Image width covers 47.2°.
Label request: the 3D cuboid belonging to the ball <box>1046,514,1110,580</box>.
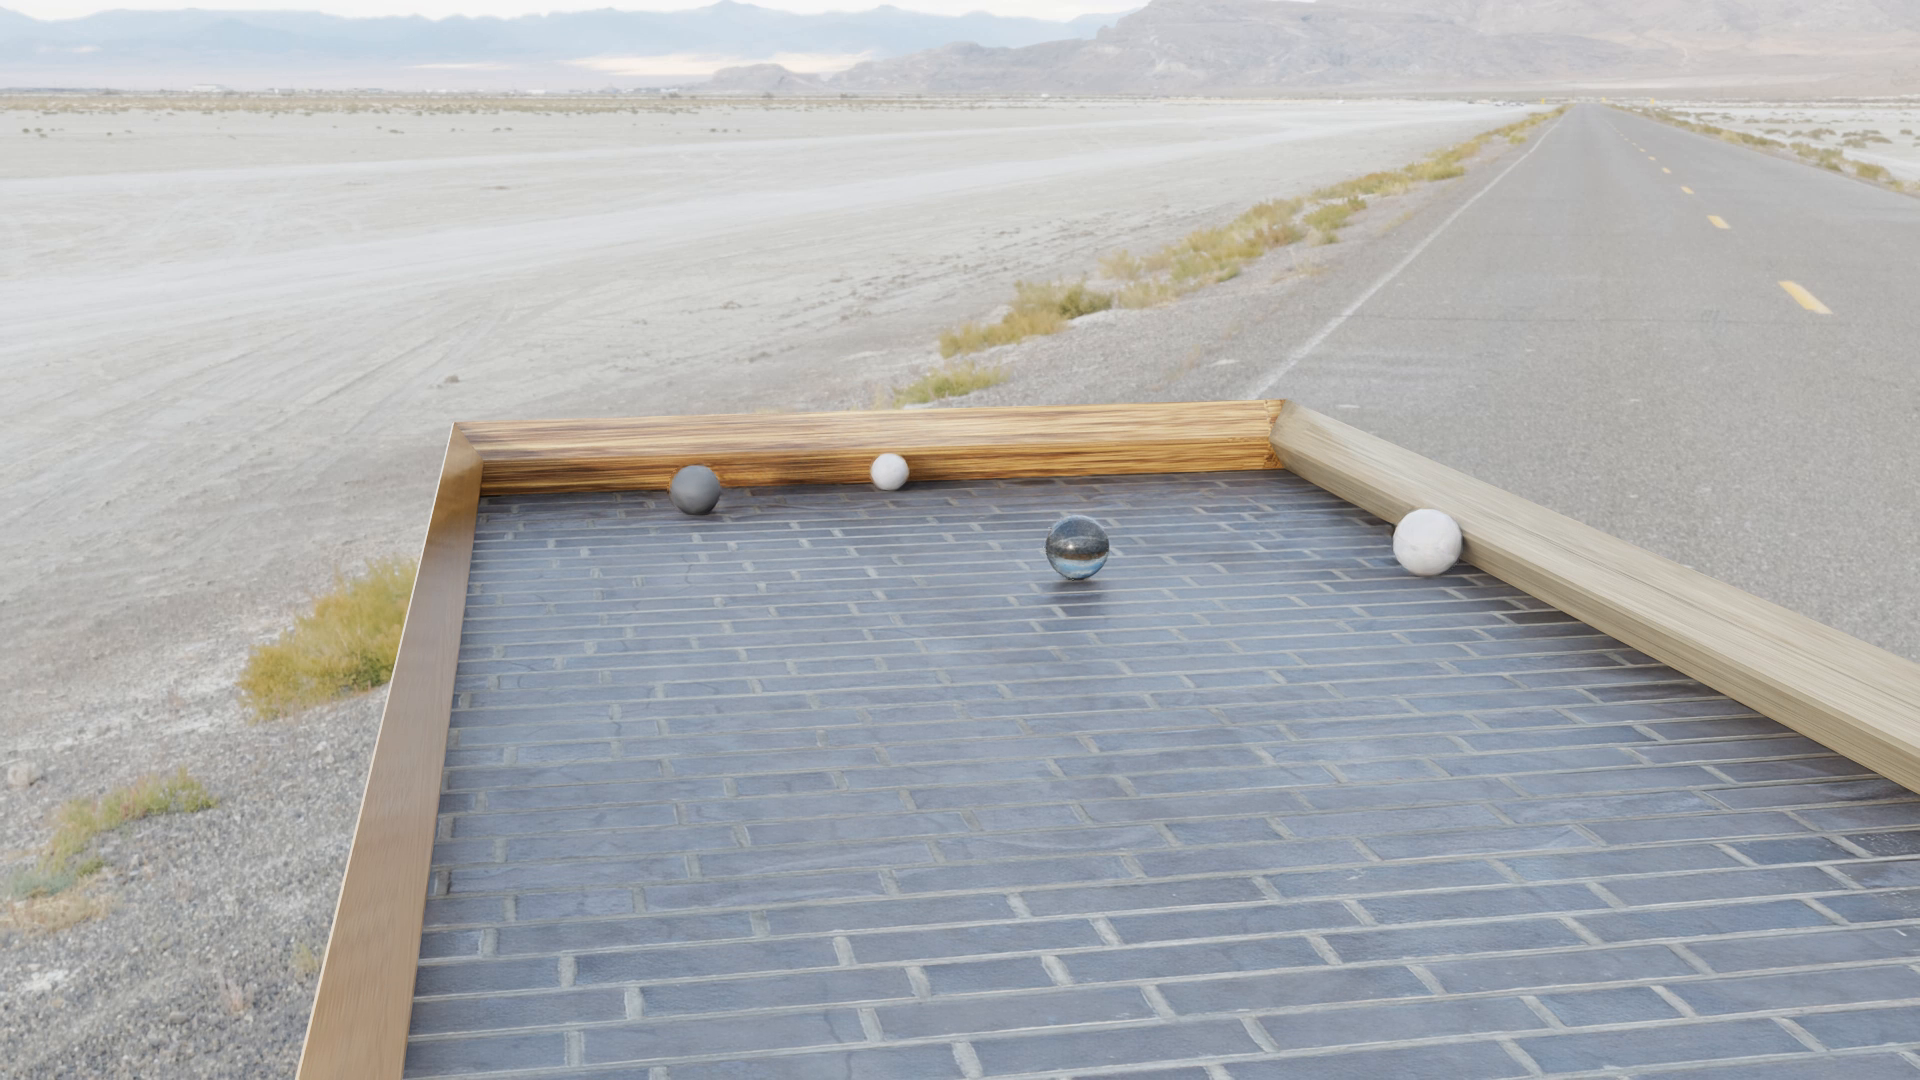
[{"bbox_3d":[0.152,0.009,2.854,0.083,0.083,0.083,0,12,0],"label":"ball"}]

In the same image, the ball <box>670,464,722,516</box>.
[{"bbox_3d":[-0.394,-0.075,3.278,0.075,0.075,0.075,0,12,0],"label":"ball"}]

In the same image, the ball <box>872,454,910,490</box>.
[{"bbox_3d":[-0.110,-0.108,3.475,0.060,0.060,0.060,0,12,0],"label":"ball"}]

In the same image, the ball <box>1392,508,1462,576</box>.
[{"bbox_3d":[0.610,0.003,2.868,0.089,0.089,0.089,0,12,0],"label":"ball"}]

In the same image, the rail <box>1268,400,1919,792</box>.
[{"bbox_3d":[0.764,0.084,2.412,0.045,0.115,2.608,-2,12,-11],"label":"rail"}]

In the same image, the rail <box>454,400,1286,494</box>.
[{"bbox_3d":[-0.117,-0.147,3.524,1.356,0.115,0.045,-2,12,-11],"label":"rail"}]

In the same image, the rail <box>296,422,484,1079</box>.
[{"bbox_3d":[-0.521,0.133,2.173,0.045,0.115,2.608,-2,12,-11],"label":"rail"}]
